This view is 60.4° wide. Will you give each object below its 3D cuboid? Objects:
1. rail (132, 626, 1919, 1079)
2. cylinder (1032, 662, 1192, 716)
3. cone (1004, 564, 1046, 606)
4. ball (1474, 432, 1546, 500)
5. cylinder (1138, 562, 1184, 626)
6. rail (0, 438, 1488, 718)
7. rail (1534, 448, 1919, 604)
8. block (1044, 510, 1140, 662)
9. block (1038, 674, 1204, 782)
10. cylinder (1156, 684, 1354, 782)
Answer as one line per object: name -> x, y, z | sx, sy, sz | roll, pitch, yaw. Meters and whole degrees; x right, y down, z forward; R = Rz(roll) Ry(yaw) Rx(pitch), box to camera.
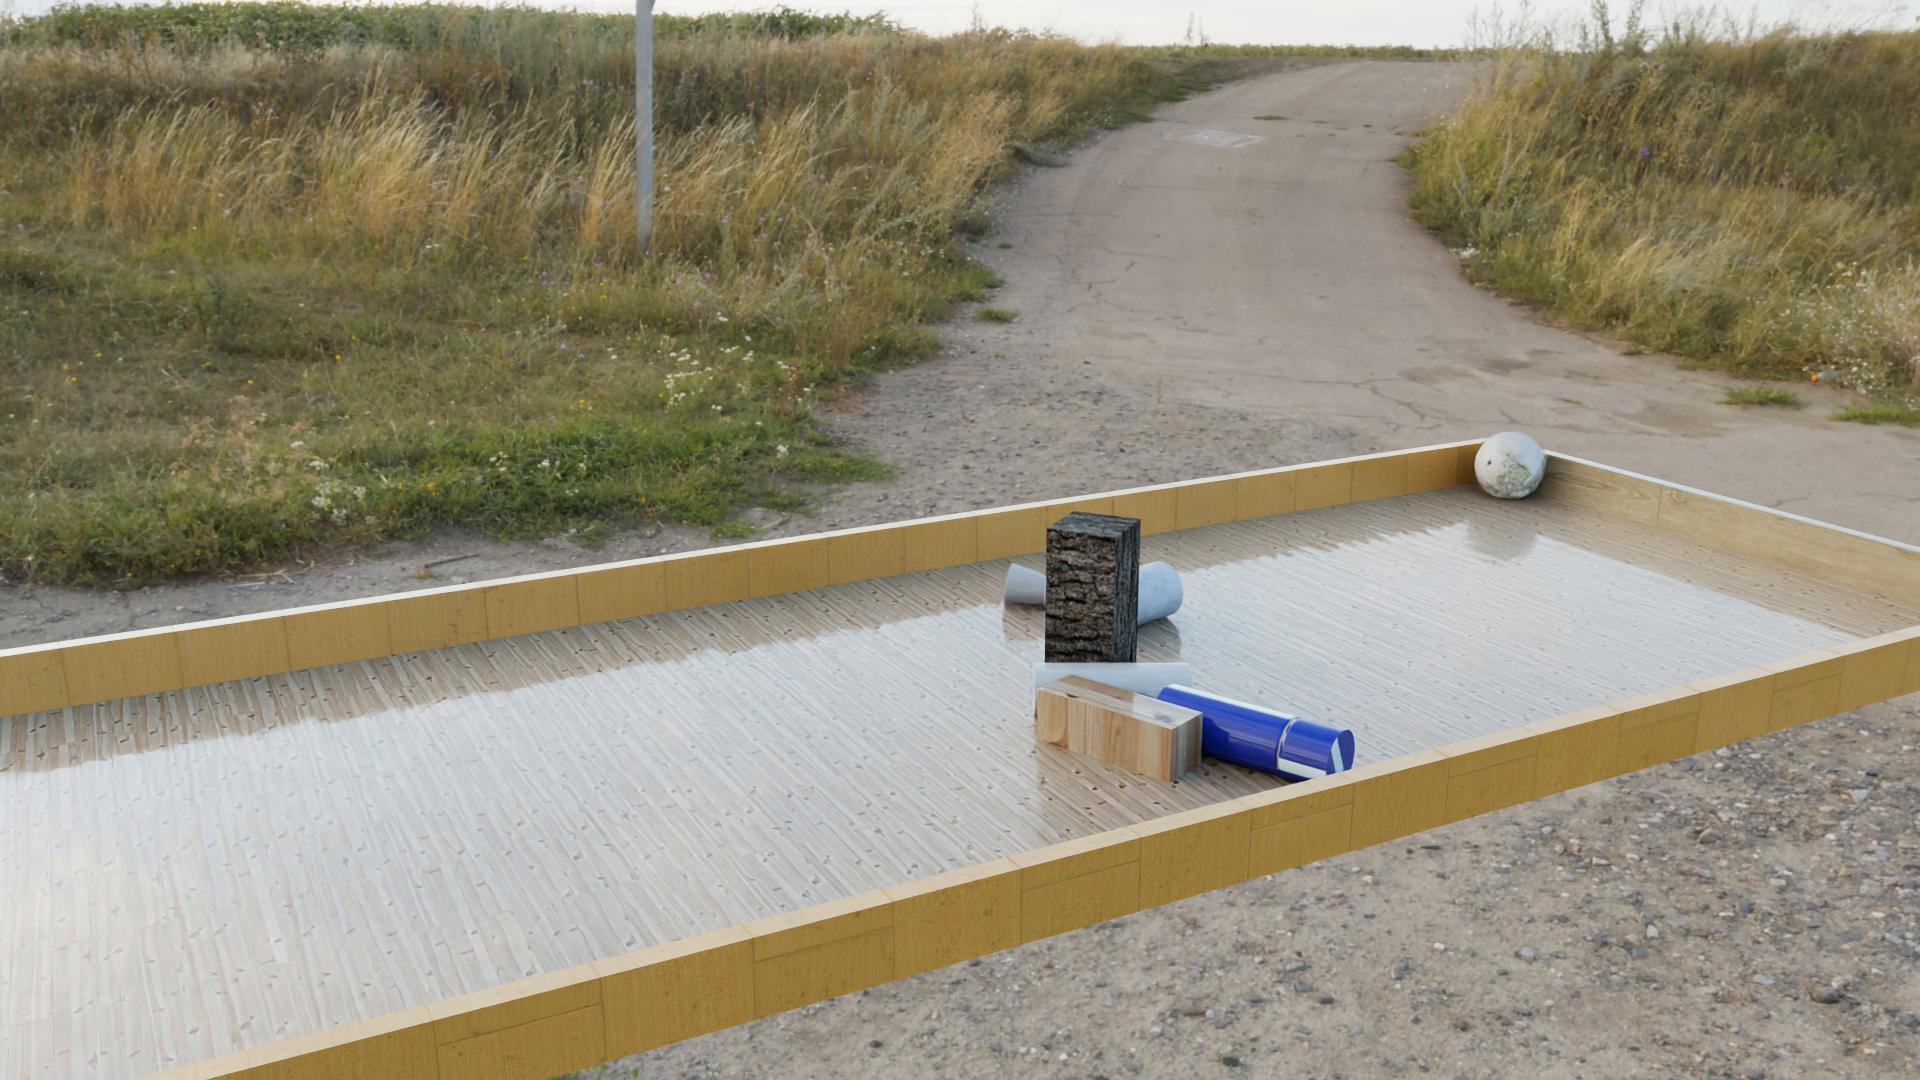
rail -> -2.336, 1.006, 1.665 | 12.000, 0.150, 0.050 | -9, 18, -27
cylinder -> 0.360, 0.355, 3.926 | 0.368, 0.126, 0.126 | 0, 16, 0
cone -> 0.343, 0.168, 4.680 | 0.424, 0.117, 0.117 | 12, 18, 11
ball -> 1.945, -0.265, 5.830 | 0.240, 0.240, 0.240 | 0, 16, 0
cylinder -> 0.450, 0.166, 4.515 | 0.313, 0.156, 0.156 | -15, 22, -41
rail -> -3.305, 0.497, 3.399 | 12.000, 0.150, 0.050 | -9, 18, -27
rail -> 2.466, -0.048, 5.253 | 0.050, 0.150, 2.100 | -9, 18, -27
block -> 0.328, 0.158, 4.086 | 0.178, 0.412, 0.178 | 8, 18, 24
block -> 0.356, 0.419, 3.707 | 0.363, 0.125, 0.125 | 14, 21, 38
cylinder -> 0.643, 0.432, 3.645 | 0.431, 0.135, 0.135 | 13, 21, 37
